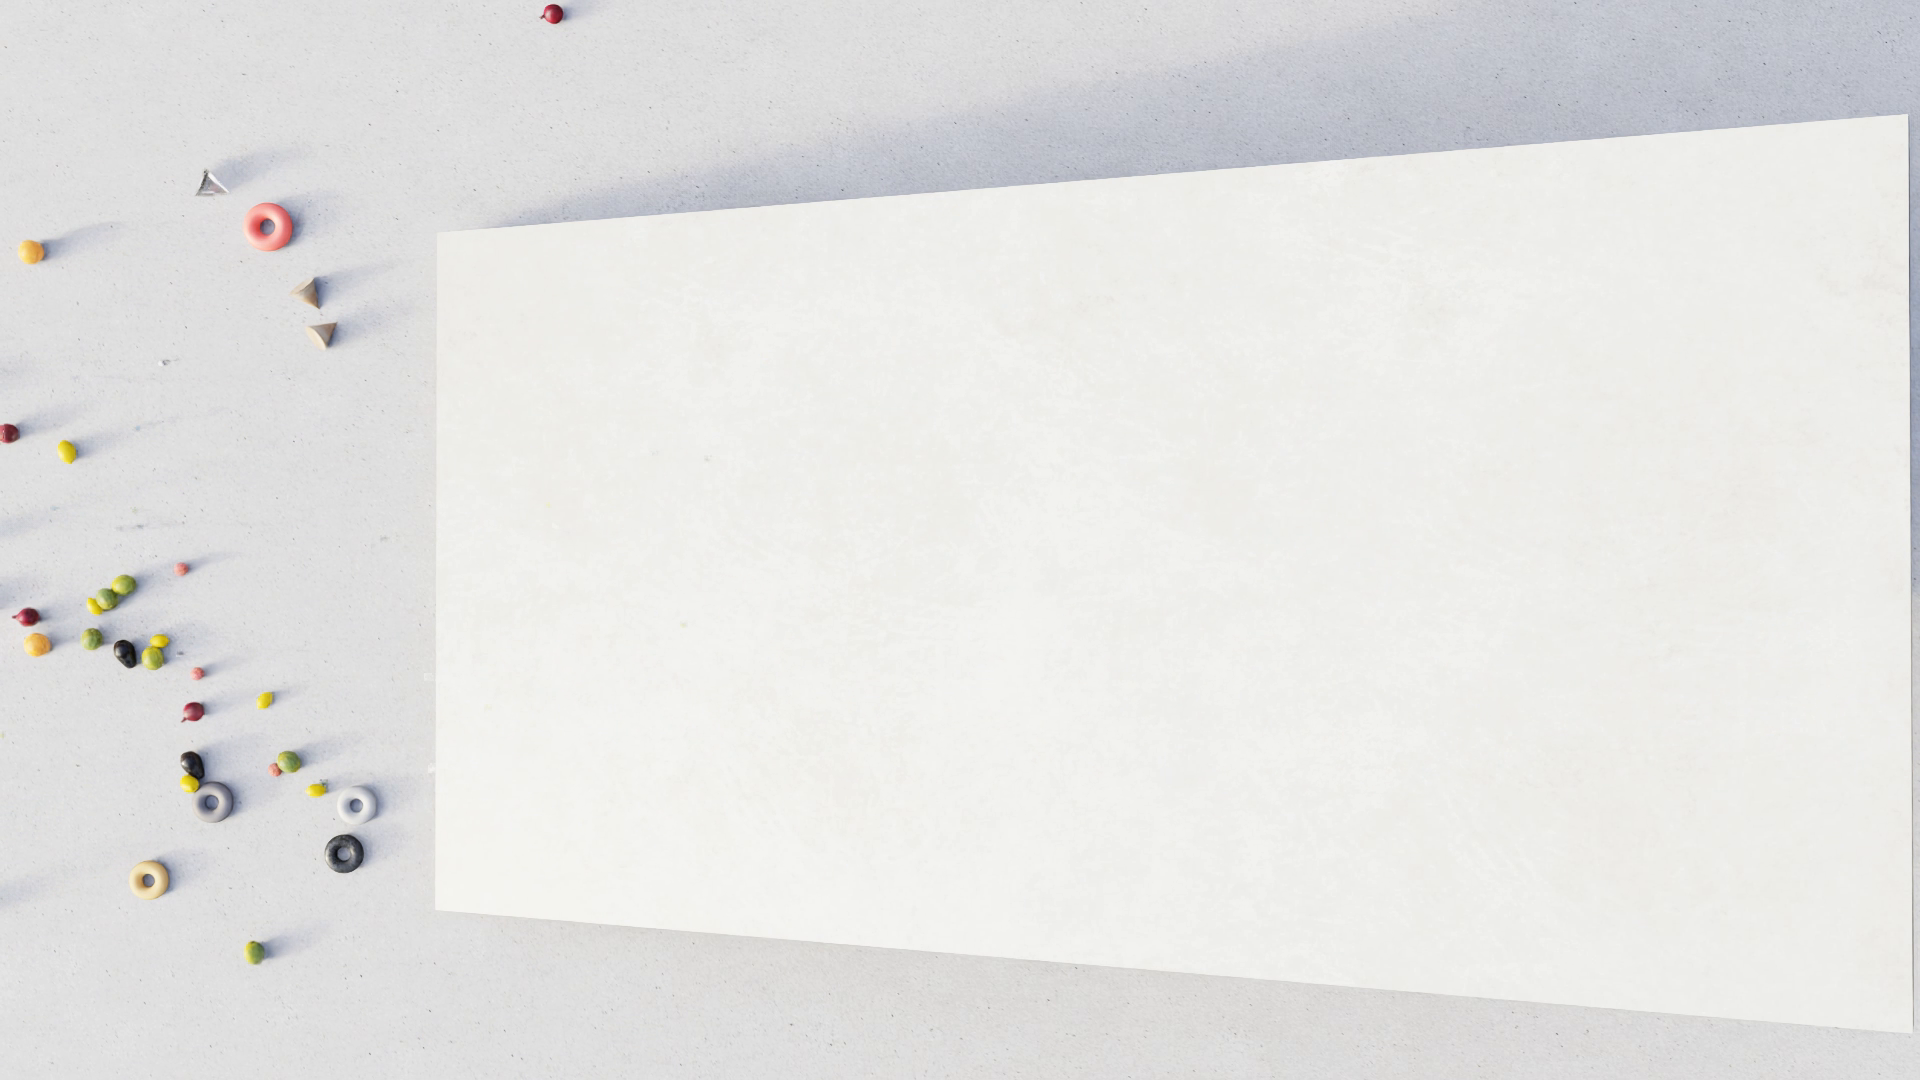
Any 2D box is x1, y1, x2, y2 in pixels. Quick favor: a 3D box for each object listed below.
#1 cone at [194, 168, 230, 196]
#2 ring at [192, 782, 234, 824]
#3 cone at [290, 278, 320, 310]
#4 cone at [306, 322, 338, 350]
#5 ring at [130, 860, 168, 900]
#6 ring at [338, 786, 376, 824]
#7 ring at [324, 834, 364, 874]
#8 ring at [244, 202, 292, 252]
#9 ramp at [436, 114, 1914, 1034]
[{"bbox_3d":[-2.229,-1.054,6.580,0.090,0.090,0.090,20,89,-27],"label":"cone"},{"bbox_3d":[-2.229,0.782,6.559,0.125,0.042,0.125,0,89,1],"label":"ring"},{"bbox_3d":[-1.943,-0.724,6.577,0.088,0.088,0.088,-34,116,0],"label":"cone"},{"bbox_3d":[-1.894,-0.628,6.576,0.086,0.086,0.086,46,63,0],"label":"cone"},{"bbox_3d":[-2.419,1.014,6.558,0.118,0.039,0.118,0,91,0],"label":"ring"},{"bbox_3d":[-1.799,0.791,6.560,0.118,0.039,0.118,0,89,-1],"label":"ring"},{"bbox_3d":[-1.837,0.936,6.559,0.118,0.039,0.118,0,90,-1],"label":"ring"},{"bbox_3d":[-2.070,-0.936,6.575,0.147,0.049,0.147,0,90,1],"label":"ring"},{"bbox_3d":[0.282,0.081,5.686,4.000,0.100,2.000,0,89,25],"label":"ramp"}]
